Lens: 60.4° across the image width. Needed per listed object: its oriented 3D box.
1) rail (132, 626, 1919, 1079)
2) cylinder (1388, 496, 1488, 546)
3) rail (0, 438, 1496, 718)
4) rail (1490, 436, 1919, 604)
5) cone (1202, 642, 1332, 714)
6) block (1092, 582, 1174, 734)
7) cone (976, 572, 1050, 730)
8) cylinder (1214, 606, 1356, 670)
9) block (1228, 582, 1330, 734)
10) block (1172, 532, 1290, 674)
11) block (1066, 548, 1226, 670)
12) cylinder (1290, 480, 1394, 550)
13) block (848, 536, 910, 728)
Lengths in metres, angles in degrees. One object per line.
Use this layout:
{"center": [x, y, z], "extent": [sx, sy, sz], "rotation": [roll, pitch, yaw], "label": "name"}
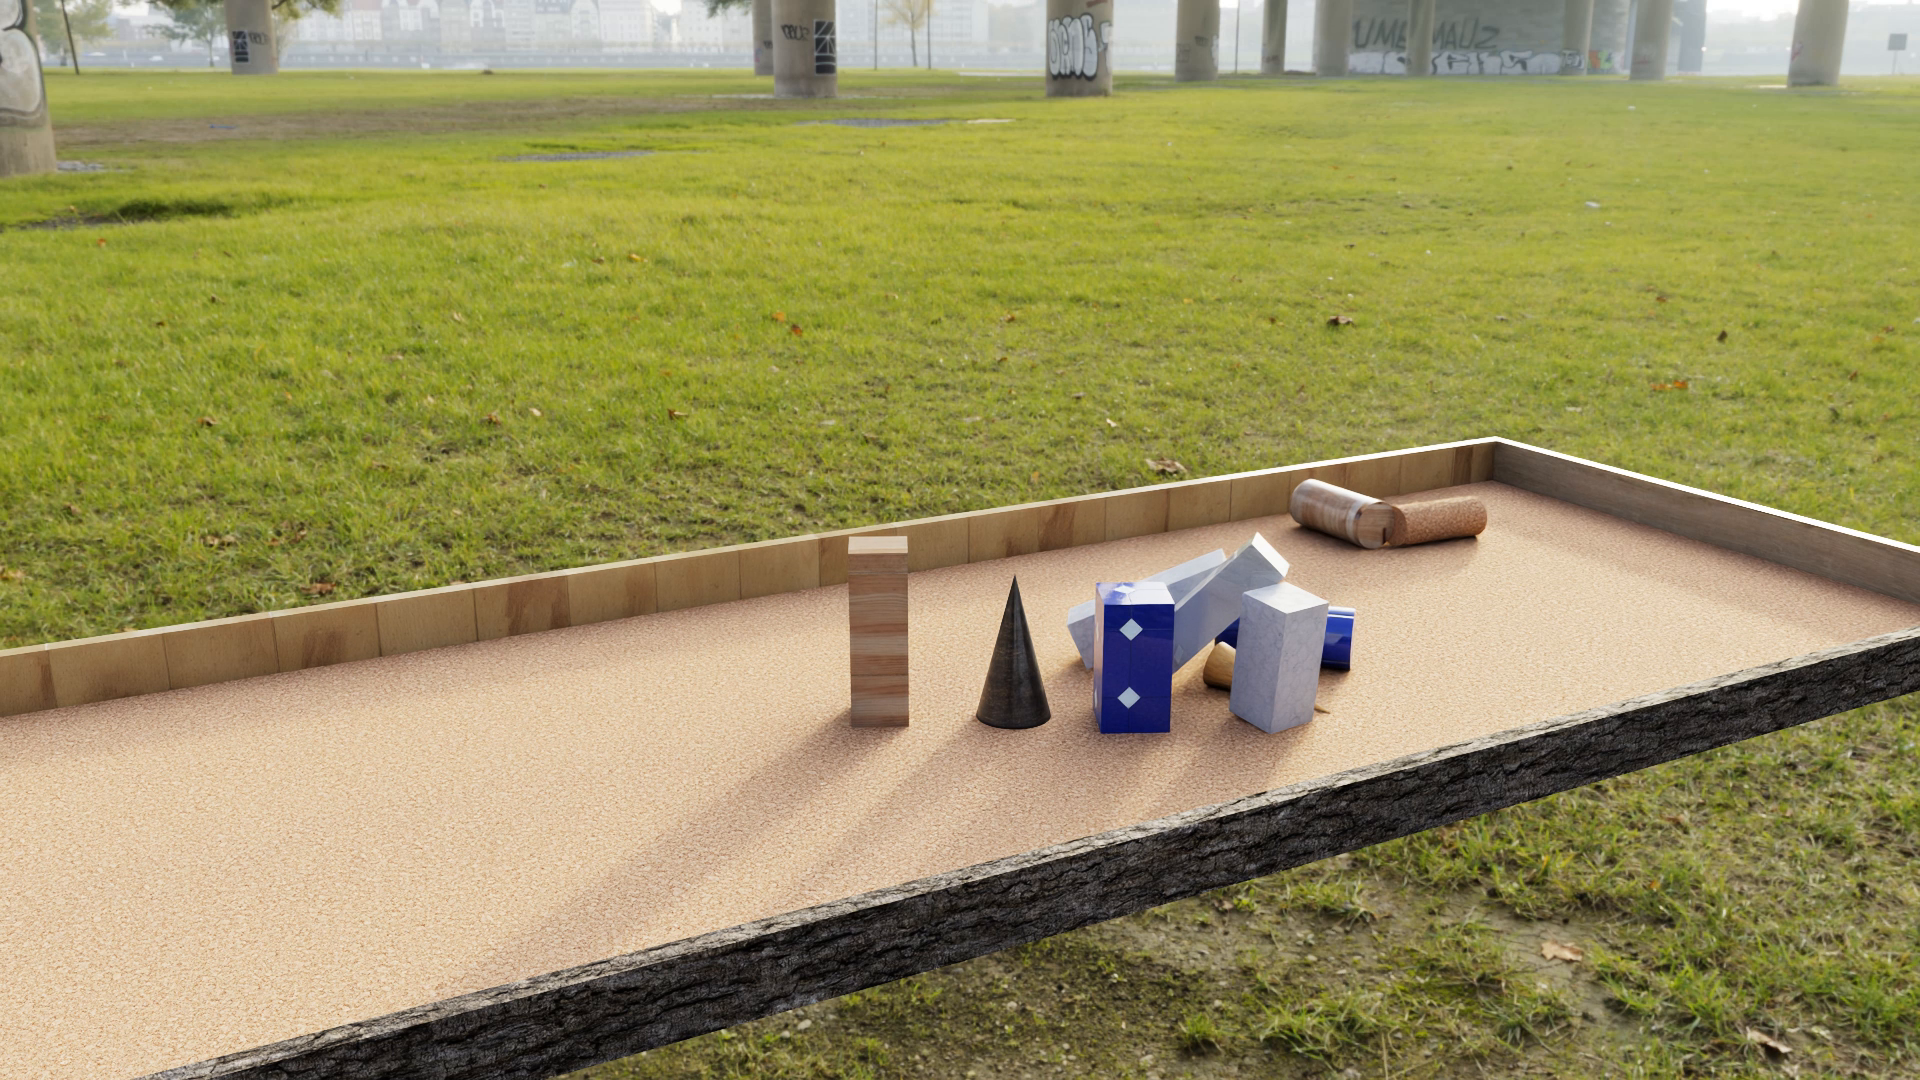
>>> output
{"center": [-2.336, 1.006, 1.665], "extent": [12.000, 0.150, 0.050], "rotation": [-9, 18, -27], "label": "rail"}
{"center": [1.536, -0.062, 5.338], "extent": [0.320, 0.129, 0.129], "rotation": [-7, 18, -23], "label": "cylinder"}
{"center": [-3.305, 0.497, 3.399], "extent": [12.000, 0.150, 0.050], "rotation": [-9, 18, -27], "label": "rail"}
{"center": [2.466, -0.048, 5.253], "extent": [0.050, 0.150, 2.100], "rotation": [-9, 18, -27], "label": "rail"}
{"center": [0.764, 0.361, 4.025], "extent": [0.327, 0.114, 0.114], "rotation": [23, 26, 32], "label": "cone"}
{"center": [0.404, 0.274, 3.862], "extent": [0.161, 0.316, 0.161], "rotation": [-1, 16, -2], "label": "block"}
{"center": [0.128, 0.246, 3.885], "extent": [0.179, 0.356, 0.179], "rotation": [0, 16, 0], "label": "cone"}
{"center": [0.841, 0.238, 4.264], "extent": [0.342, 0.158, 0.158], "rotation": [5, 17, 16], "label": "cylinder"}
{"center": [0.744, 0.275, 3.859], "extent": [0.140, 0.305, 0.140], "rotation": [-11, 25, -33], "label": "block"}
{"center": [0.590, 0.181, 4.013], "extent": [0.110, 0.454, 0.110], "rotation": [46, 22, 1], "label": "block"}
{"center": [0.498, 0.176, 4.226], "extent": [0.427, 0.130, 0.130], "rotation": [-23, 13, 12], "label": "block"}
{"center": [1.242, -0.087, 5.371], "extent": [0.157, 0.157, 0.326], "rotation": [-9, 19, -28], "label": "cylinder"}
{"center": [-0.189, 0.215, 3.869], "extent": [0.135, 0.425, 0.135], "rotation": [-1, 16, -2], "label": "block"}
